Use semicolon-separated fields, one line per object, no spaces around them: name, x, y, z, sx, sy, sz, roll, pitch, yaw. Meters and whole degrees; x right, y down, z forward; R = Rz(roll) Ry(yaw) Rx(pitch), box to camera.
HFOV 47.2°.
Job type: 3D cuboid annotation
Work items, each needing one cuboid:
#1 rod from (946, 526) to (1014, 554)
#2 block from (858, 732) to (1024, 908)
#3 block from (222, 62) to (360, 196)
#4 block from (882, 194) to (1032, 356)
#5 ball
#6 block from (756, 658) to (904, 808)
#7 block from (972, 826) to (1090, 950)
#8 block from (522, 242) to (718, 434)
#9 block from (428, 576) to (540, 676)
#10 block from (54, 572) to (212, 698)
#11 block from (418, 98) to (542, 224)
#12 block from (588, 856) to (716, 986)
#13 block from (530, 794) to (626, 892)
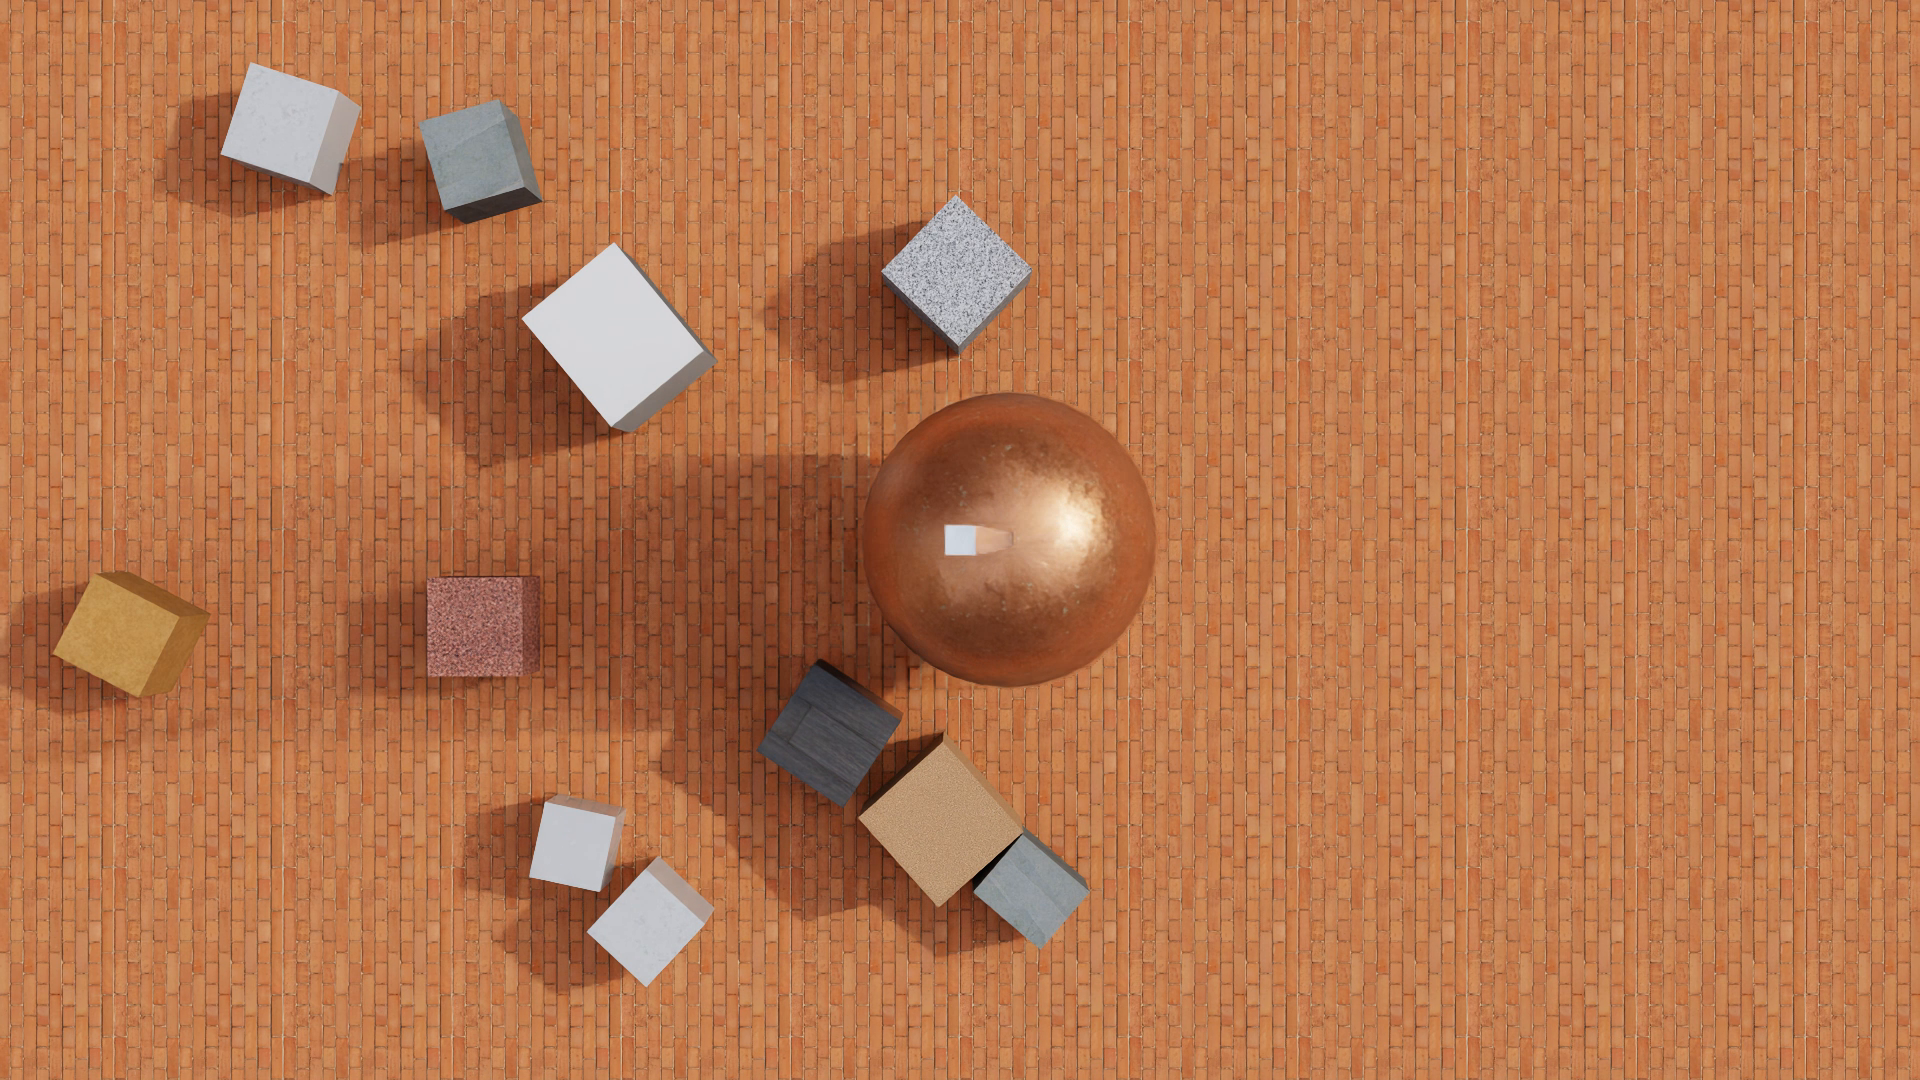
rod;0.114;0.000;8.503;0.080;5.200;0.080;0;90;3
block;-0.107;1.594;12.653;0.637;0.694;0.675;-42;90;0
block;-3.875;-2.378;12.763;0.527;0.474;0.550;18;90;0
block;-0.016;-1.515;12.674;0.604;0.652;0.600;44;90;0
ball;0.263;0.000;11.899;1.600;1.600;1.600;0;90;0
block;-0.742;1.106;12.712;0.591;0.576;0.592;34;90;0
block;0.407;2.002;12.752;0.505;0.497;0.432;40;90;0
block;-1.934;-1.144;12.620;0.667;0.760;0.782;-40;90;0
block;-2.751;0.493;12.736;0.539;0.528;0.561;0;90;0
block;-4.783;0.541;12.733;0.544;0.534;0.514;27;90;0
block;-2.765;-2.181;12.722;0.475;0.556;0.518;-16;90;0
block;-1.782;2.200;12.735;0.462;0.530;0.488;43;90;0
block;-2.216;1.755;12.786;0.414;0.428;0.438;12;90;0
